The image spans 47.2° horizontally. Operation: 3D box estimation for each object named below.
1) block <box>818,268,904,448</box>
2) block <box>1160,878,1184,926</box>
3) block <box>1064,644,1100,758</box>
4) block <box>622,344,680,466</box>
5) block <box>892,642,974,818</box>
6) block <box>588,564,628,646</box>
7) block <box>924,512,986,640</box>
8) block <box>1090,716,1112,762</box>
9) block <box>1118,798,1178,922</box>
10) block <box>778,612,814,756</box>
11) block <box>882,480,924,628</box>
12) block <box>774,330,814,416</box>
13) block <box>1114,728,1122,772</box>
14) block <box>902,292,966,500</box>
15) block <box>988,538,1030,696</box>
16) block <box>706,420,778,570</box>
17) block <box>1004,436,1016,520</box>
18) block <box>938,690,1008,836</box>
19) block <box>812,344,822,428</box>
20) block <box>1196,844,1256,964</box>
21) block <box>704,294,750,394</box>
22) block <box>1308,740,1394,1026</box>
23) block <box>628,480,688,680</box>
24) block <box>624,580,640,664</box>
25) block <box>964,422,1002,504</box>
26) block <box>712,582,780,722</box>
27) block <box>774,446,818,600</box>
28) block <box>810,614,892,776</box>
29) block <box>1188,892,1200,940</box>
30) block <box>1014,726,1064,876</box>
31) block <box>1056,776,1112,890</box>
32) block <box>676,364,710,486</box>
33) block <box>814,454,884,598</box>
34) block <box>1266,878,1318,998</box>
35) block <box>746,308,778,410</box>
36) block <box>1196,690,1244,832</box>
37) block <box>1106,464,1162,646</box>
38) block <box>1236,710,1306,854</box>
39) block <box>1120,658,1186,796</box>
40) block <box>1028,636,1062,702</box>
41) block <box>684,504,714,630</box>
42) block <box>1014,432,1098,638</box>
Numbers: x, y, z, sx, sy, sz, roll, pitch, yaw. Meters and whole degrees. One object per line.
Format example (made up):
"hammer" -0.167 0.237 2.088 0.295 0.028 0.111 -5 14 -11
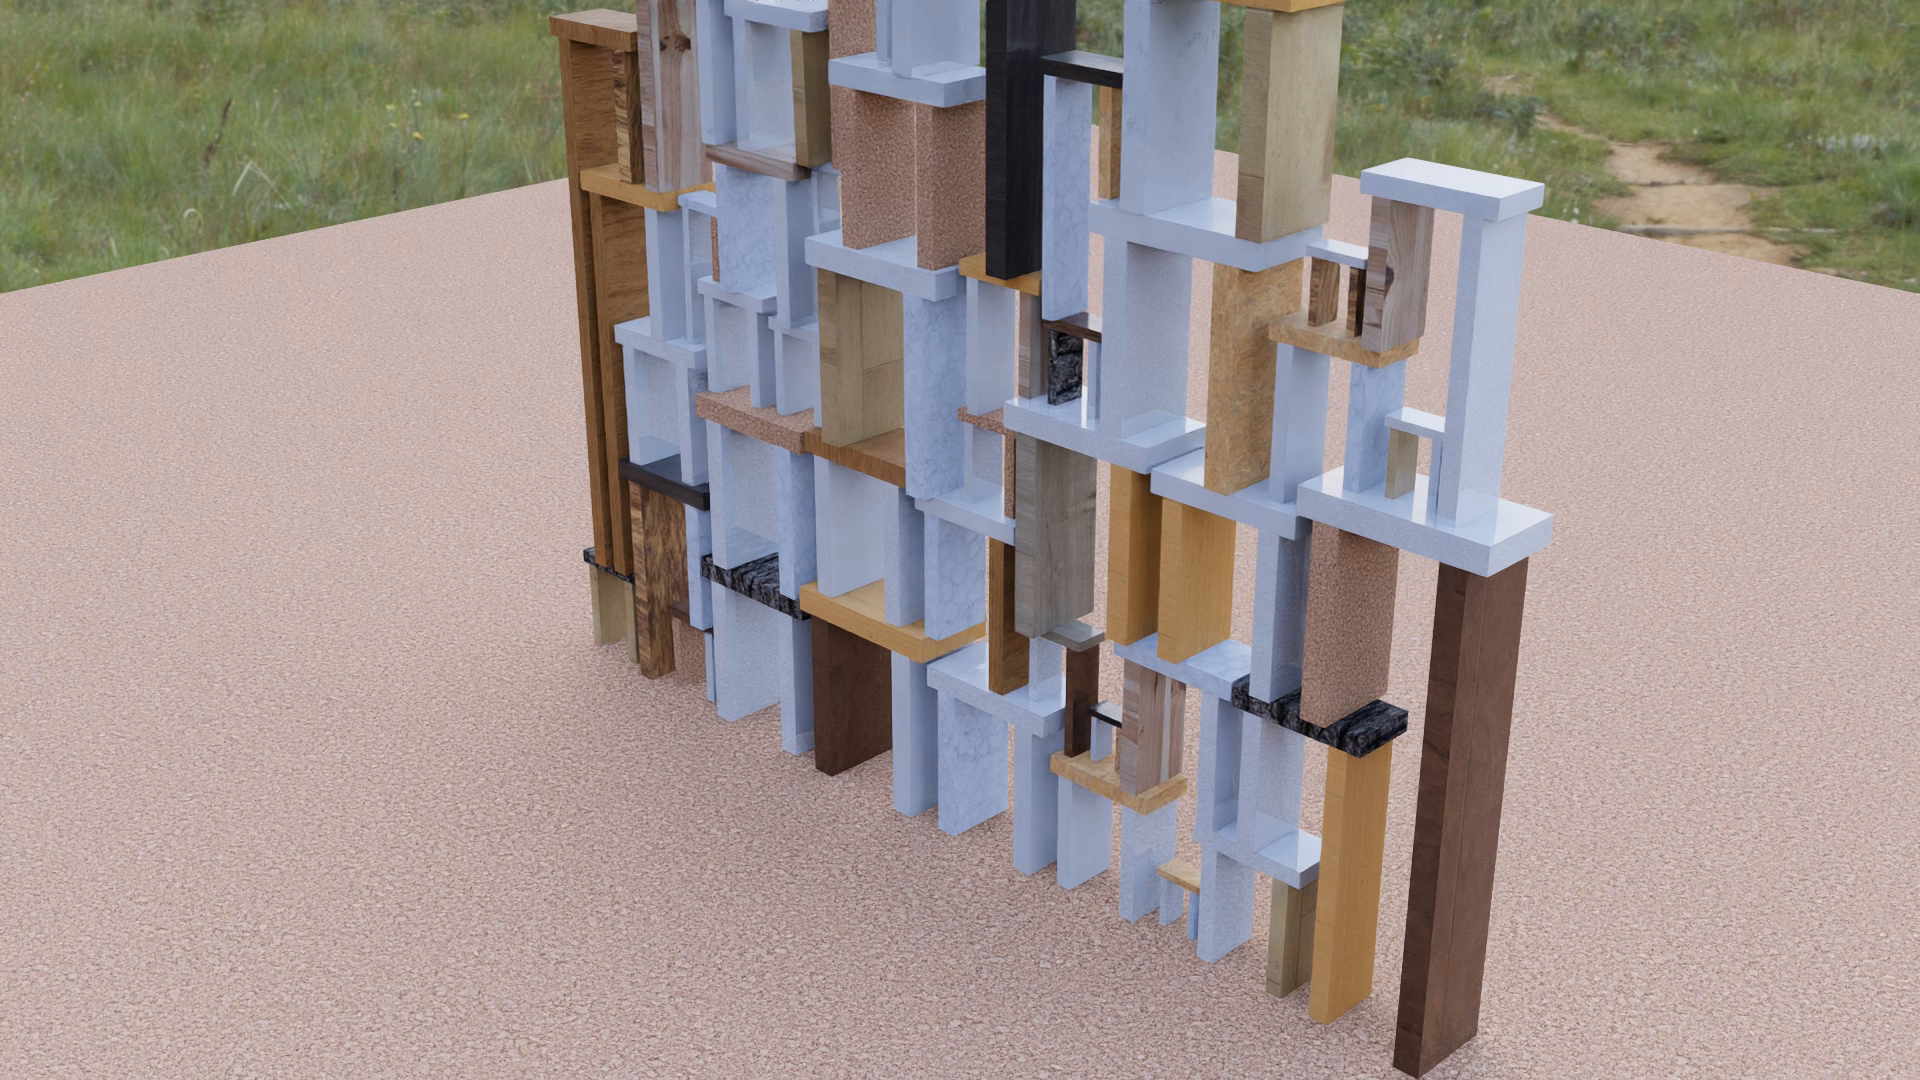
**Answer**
"block" -0.190 -0.372 4.266 0.176 0.352 0.050 -21 31 -40
"block" 0.393 0.660 4.076 0.014 0.101 0.050 21 31 41
"block" 0.227 0.293 4.095 0.020 0.224 0.070 21 31 41
"block" -0.665 -0.310 4.816 0.038 0.269 0.135 21 31 40
"block" -0.054 0.364 4.443 0.051 0.358 0.179 21 31 41
"block" -0.817 0.138 5.176 0.029 0.203 0.101 21 31 41
"block" -0.009 0.053 4.255 0.130 0.260 0.037 -21 31 -41
"block" 0.264 0.363 4.098 0.013 0.092 0.046 21 31 41
"block" 0.350 0.581 4.090 0.033 0.236 0.118 21 31 41
"block" -0.307 0.280 4.683 0.046 0.326 0.163 21 31 41
"block" -0.080 0.009 4.311 0.042 0.299 0.149 21 31 41
"block" -0.332 -0.346 4.440 0.024 0.176 0.086 21 31 41
"block" 0.307 0.380 4.059 0.046 0.092 0.013 -21 31 -41
"block" -0.024 -0.286 4.122 0.050 0.396 0.176 21 31 41
"block" 0.113 0.127 4.153 0.130 0.316 0.037 -21 31 -41
"block" -0.452 -0.116 4.663 0.046 0.328 0.164 21 31 41
"block" 0.118 -0.124 4.043 0.079 0.158 0.022 -21 31 -40
"block" 0.027 0.419 4.376 0.044 0.310 0.155 21 31 41
"block" -0.251 -0.316 4.365 0.086 0.172 0.024 -21 31 -40
"block" 0.482 0.635 3.965 0.033 0.234 0.117 21 31 41
"block" -0.477 -0.418 4.570 0.029 0.207 0.103 21 31 41
"block" 0.664 0.569 3.740 0.037 0.532 0.132 21 31 41
"block" -0.665 0.073 4.975 0.041 0.479 0.145 21 31 41
"block" -0.722 0.175 5.088 0.029 0.202 0.101 21 31 41
"block" 0.044 -0.154 4.113 0.079 0.158 0.022 -21 31 -40
"block" -0.460 0.220 4.824 0.046 0.326 0.163 21 31 41
"block" -0.298 -0.056 4.521 0.046 0.328 0.164 21 31 41
"block" -0.223 0.298 4.599 0.051 0.358 0.179 21 31 41
"block" 0.440 0.679 4.032 0.014 0.101 0.050 21 31 41
"block" 0.173 0.476 4.242 0.044 0.310 0.155 21 31 41
"block" 0.239 0.538 4.192 0.118 0.236 0.033 -21 31 -41
"block" -0.536 -0.262 4.701 0.038 0.269 0.135 21 31 40
"block" -0.221 -0.046 4.440 0.149 0.299 0.042 -21 31 -41
"block" 0.592 0.678 3.864 0.117 0.234 0.033 -21 31 -41
"block" -0.381 -0.379 4.480 0.029 0.207 0.103 21 31 41
"block" 0.476 0.368 3.866 0.133 0.268 0.038 -21 31 -40
"block" 0.333 0.004 3.861 0.166 0.332 0.047 -21 31 -40
"block" 0.540 0.397 3.803 0.037 0.265 0.132 21 31 40
"block" 0.351 0.318 3.981 0.133 0.265 0.038 -21 31 -41
"block" 0.161 0.228 4.139 0.020 0.139 0.070 21 31 41
"block" -0.527 0.039 4.813 0.041 0.290 0.145 21 31 38
"block" 0.175 -0.029 4.015 0.047 0.392 0.166 21 31 41
